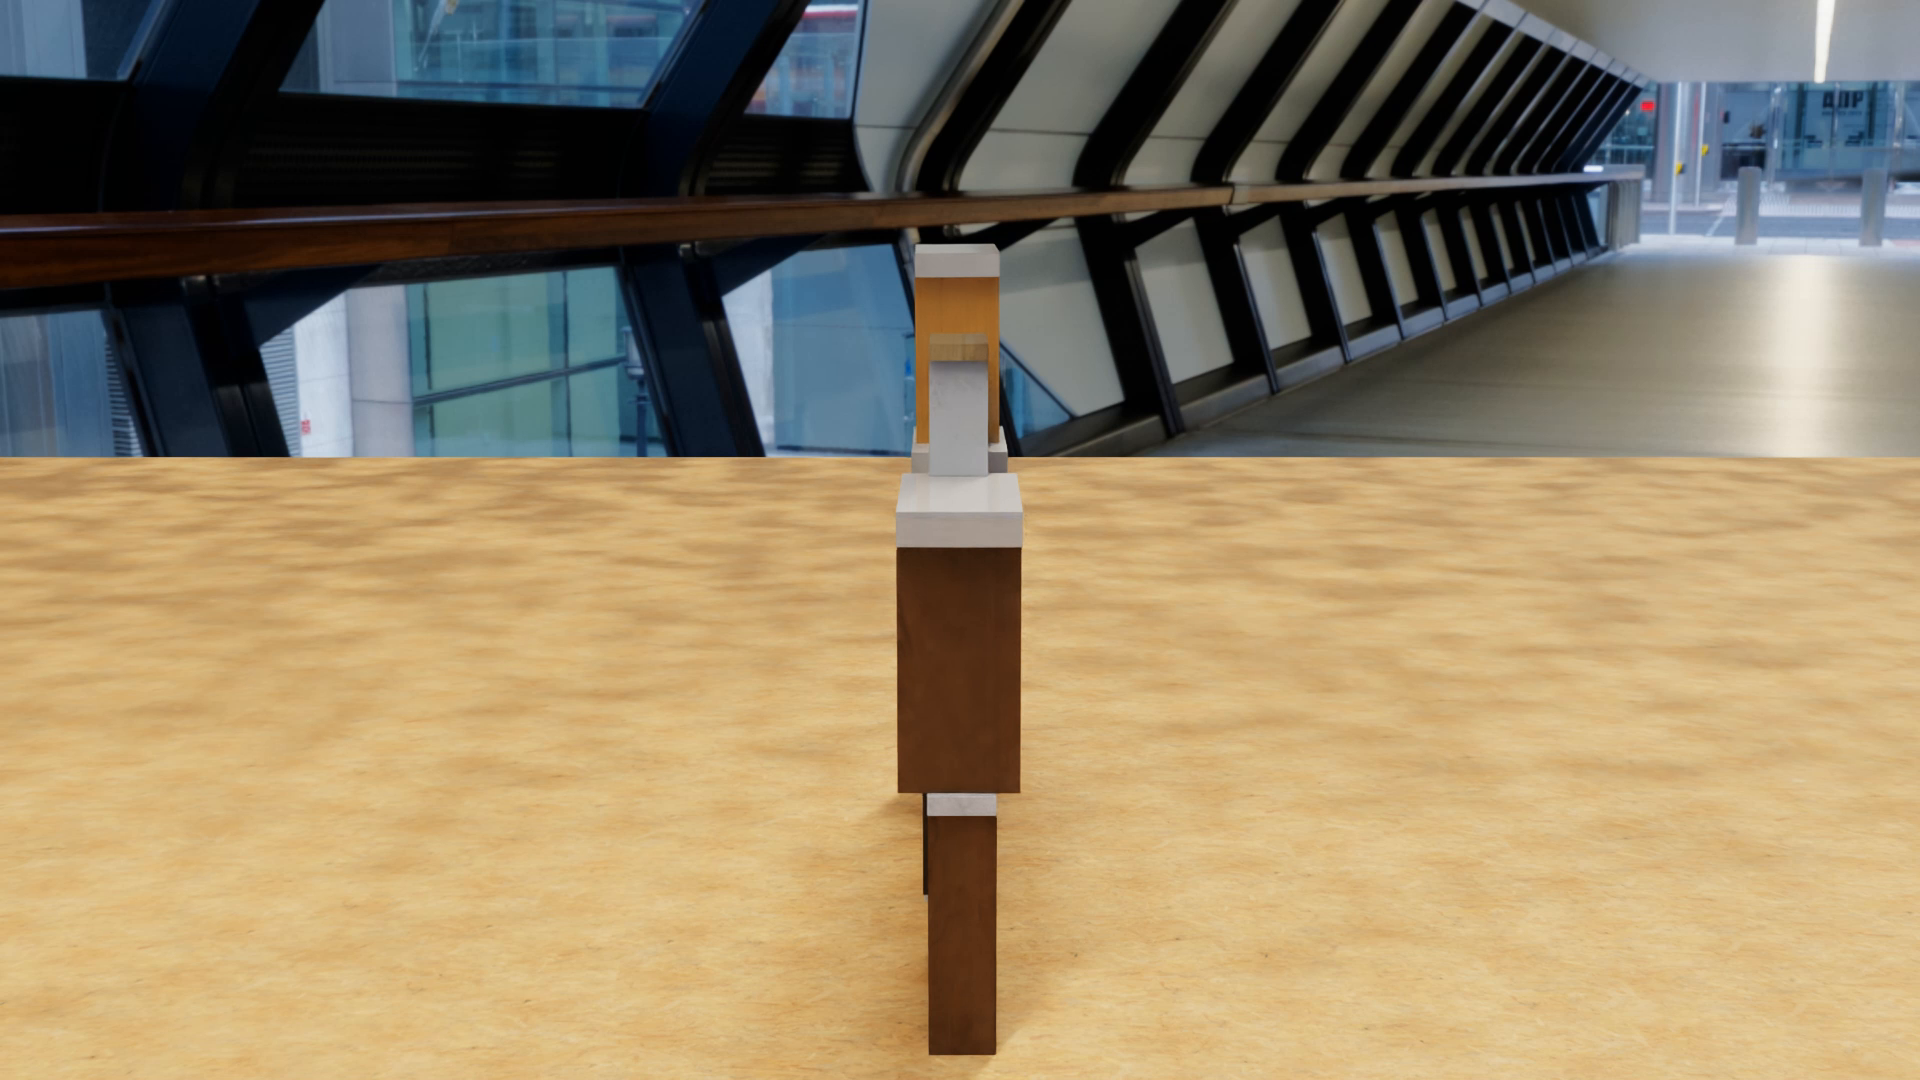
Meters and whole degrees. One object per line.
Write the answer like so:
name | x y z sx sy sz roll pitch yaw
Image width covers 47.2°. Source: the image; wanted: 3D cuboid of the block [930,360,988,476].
block | -0.002 -0.176 3.146 0.084 0.167 0.024 0 10 0

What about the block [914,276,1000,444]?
block | -0.004 -0.285 3.460 0.131 0.262 0.037 -1 11 -1

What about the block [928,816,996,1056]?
block | 0.003 0.535 3.008 0.093 0.349 0.026 0 11 0

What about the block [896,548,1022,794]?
block | -0.001 0.168 2.949 0.165 0.343 0.047 0 11 0

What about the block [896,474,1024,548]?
block | -0.001 -0.044 3.022 0.165 0.047 0.330 0 11 0

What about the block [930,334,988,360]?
block | -0.002 -0.280 3.183 0.084 0.024 0.167 0 11 0

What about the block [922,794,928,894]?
block | -0.004 0.415 3.182 0.099 0.197 0.028 0 11 0

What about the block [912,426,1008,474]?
block | -0.002 -0.141 3.520 0.148 0.042 0.296 0 11 0

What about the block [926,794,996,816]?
block | 0.003 0.340 3.035 0.093 0.026 0.186 0 11 0

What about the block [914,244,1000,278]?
block | -0.006 -0.448 3.519 0.131 0.037 0.262 -1 11 -1

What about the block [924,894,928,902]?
block | -0.005 0.419 3.317 0.099 0.255 0.028 0 10 0
